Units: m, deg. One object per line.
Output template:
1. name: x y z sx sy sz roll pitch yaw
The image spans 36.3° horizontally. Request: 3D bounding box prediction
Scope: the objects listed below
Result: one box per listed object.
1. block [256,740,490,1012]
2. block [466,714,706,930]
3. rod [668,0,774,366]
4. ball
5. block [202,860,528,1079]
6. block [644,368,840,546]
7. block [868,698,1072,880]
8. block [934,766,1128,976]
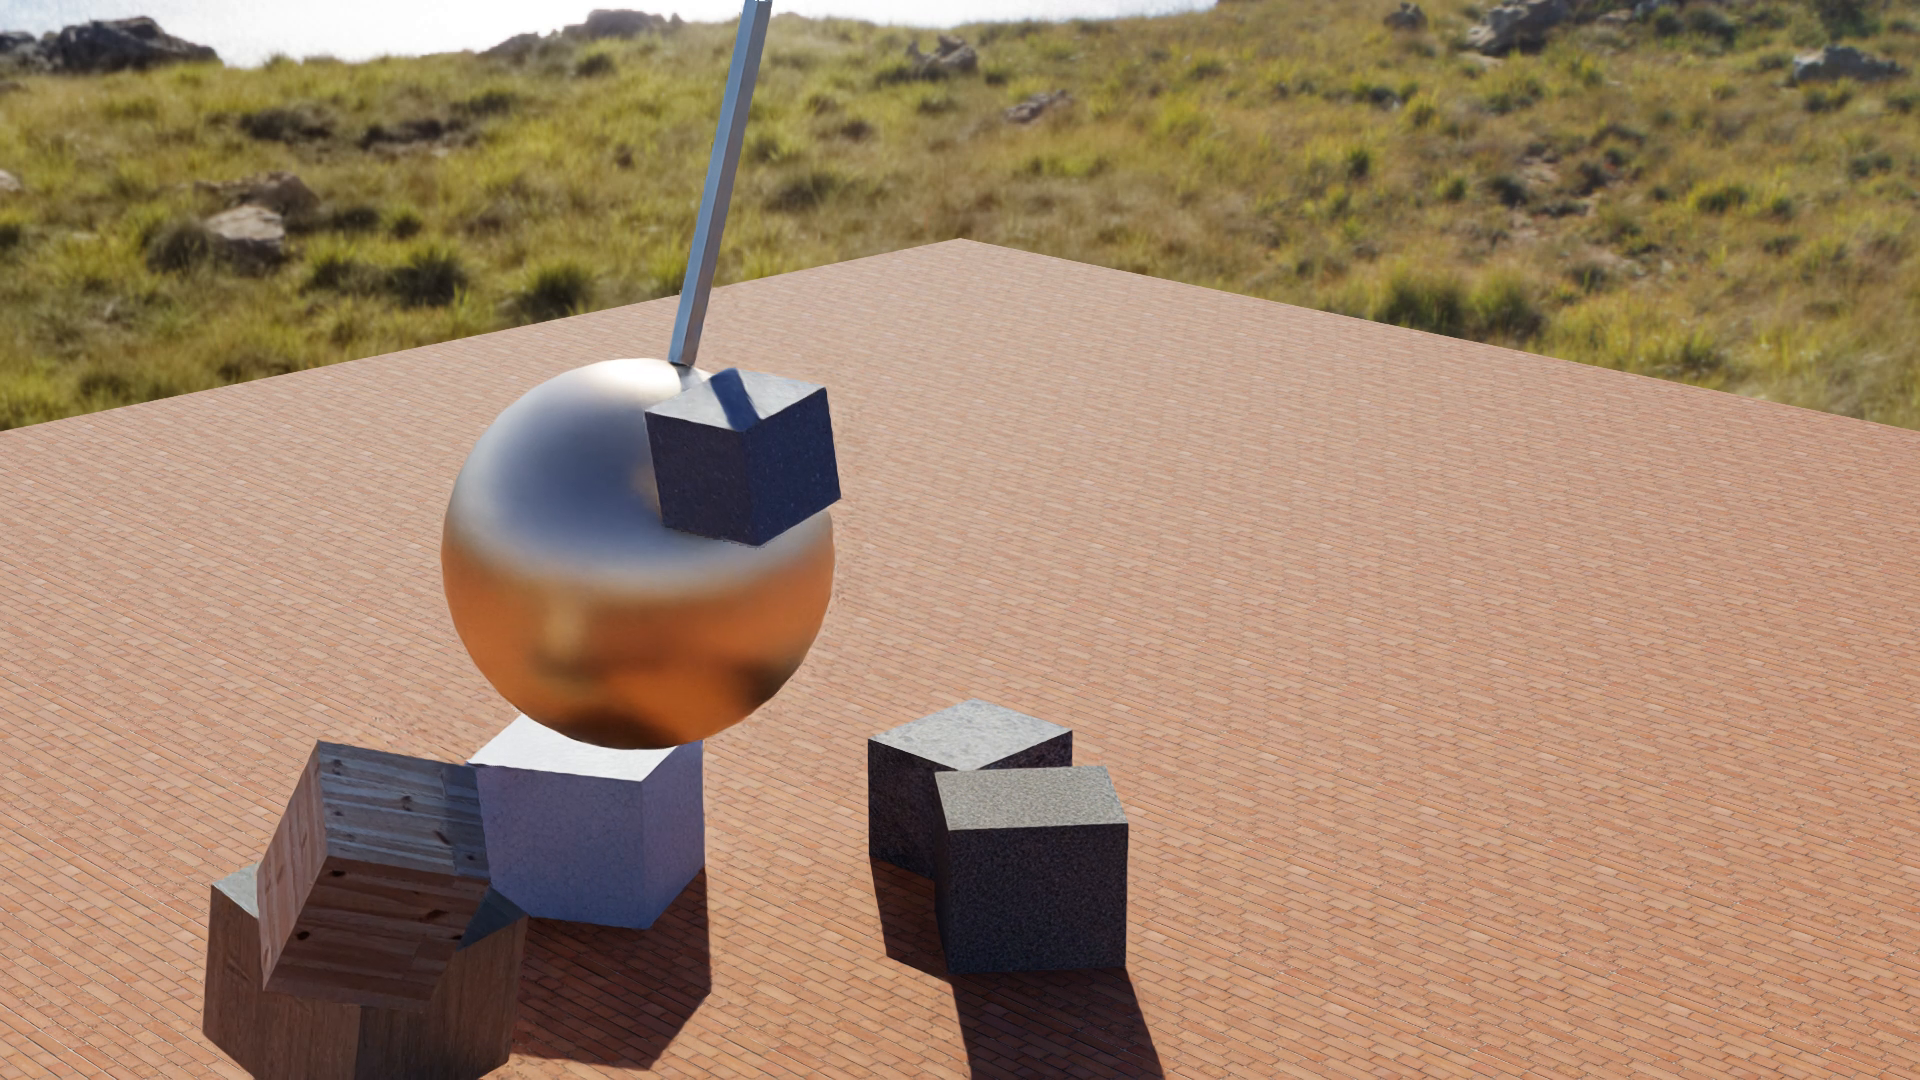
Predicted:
1. block: -2.124 1.217 10.563 0.592 0.712 0.567 13 36 -26
2. block: -1.675 1.239 13.226 0.825 0.706 0.746 5 18 15
3. rod: -0.568 -3.248 11.725 0.080 5.200 0.080 17 6 42
4. ball: -1.311 0.060 11.986 1.600 1.600 1.600 0 17 0
5. block: -2.301 1.678 11.317 0.859 0.748 0.821 30 35 29
6. block: -0.812 -0.319 11.018 0.487 0.461 0.475 13 31 37
7. block: 0.049 1.175 13.629 0.623 0.585 0.723 16 23 40
8. block: 0.297 1.422 12.706 0.760 0.667 0.653 -2 18 -6
